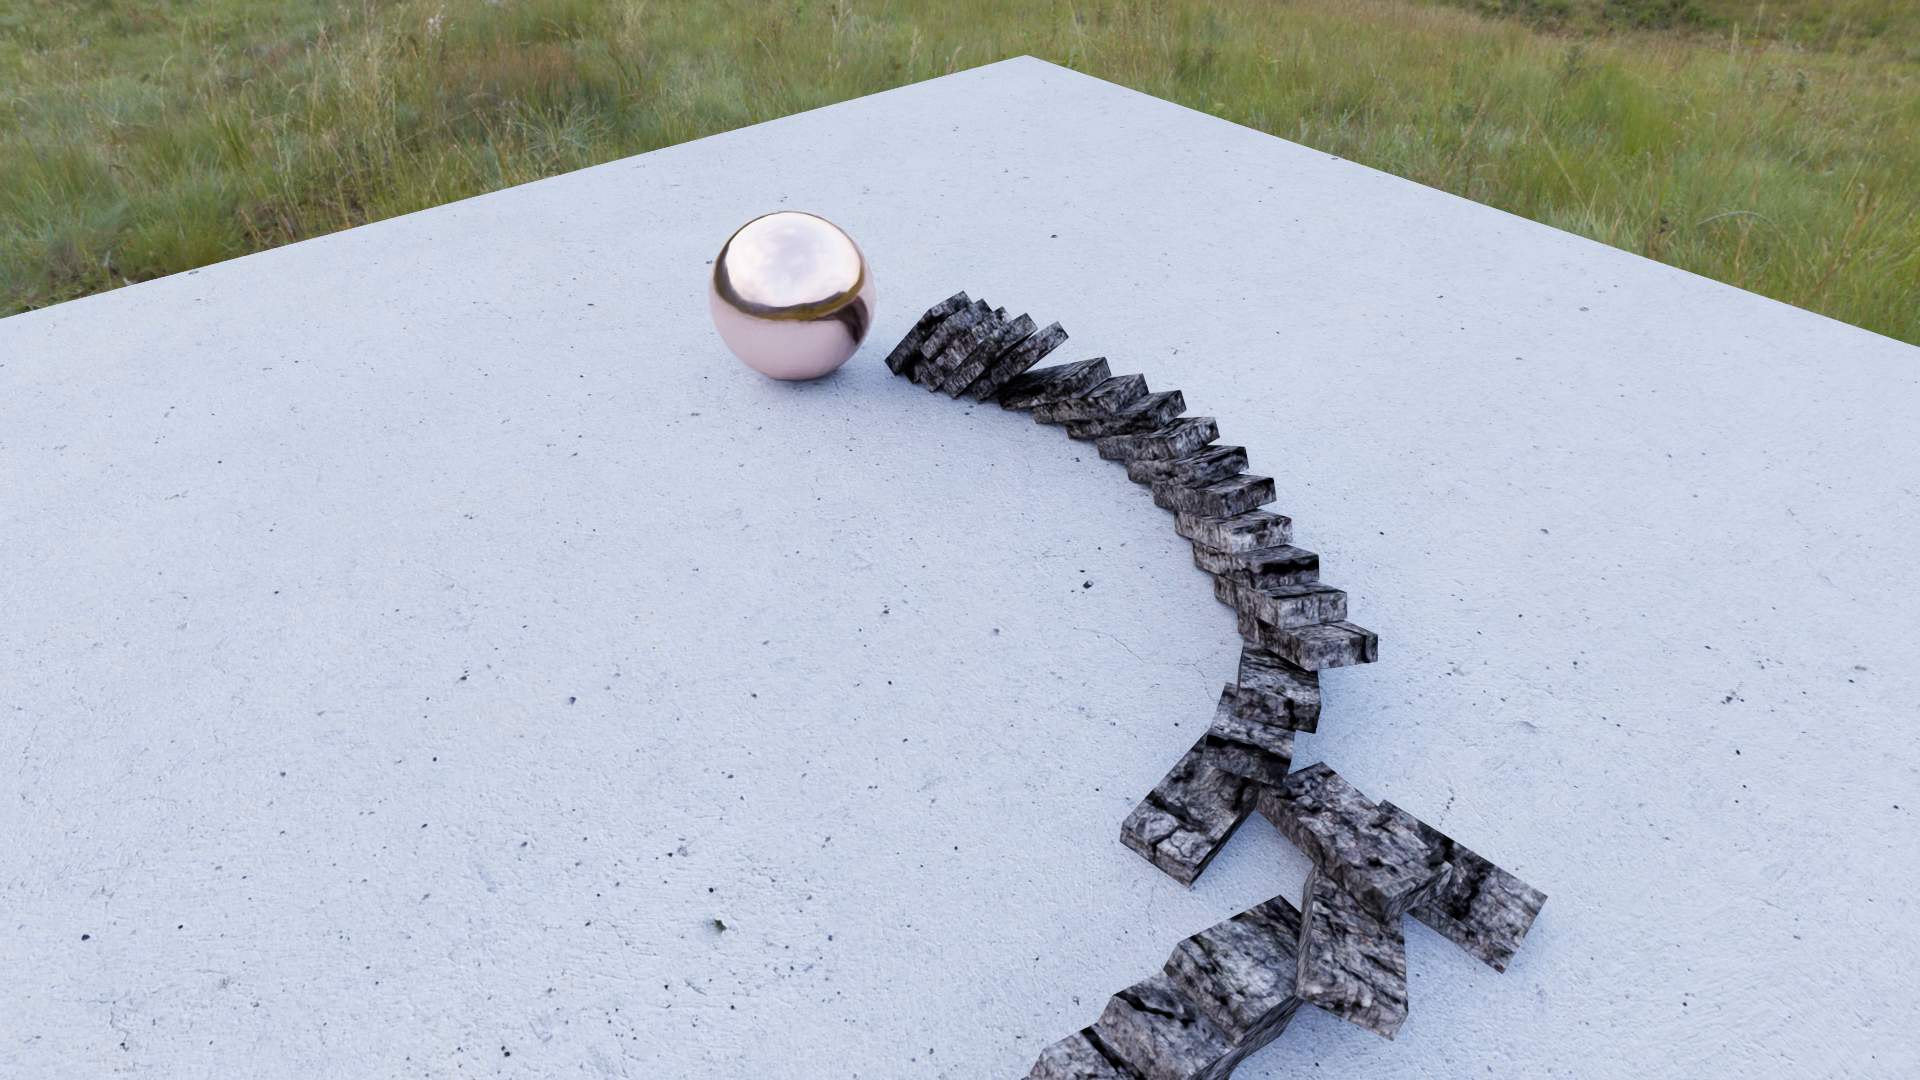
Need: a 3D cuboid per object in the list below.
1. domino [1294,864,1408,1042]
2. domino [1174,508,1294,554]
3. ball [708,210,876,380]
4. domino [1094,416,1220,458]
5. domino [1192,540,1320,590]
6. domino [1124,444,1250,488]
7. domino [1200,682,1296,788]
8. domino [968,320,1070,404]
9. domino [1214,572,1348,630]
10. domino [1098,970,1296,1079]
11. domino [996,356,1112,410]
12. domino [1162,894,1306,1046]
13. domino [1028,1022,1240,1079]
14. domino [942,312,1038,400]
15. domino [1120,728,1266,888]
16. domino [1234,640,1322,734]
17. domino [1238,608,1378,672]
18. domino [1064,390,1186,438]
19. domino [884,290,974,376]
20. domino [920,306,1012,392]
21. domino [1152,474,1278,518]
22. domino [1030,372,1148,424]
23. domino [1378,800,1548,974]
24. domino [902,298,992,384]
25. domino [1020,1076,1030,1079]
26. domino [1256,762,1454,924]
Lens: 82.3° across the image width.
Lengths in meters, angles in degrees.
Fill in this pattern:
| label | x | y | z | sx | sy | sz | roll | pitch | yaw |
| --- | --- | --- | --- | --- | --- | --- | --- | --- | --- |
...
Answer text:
| label | x | y | z | sx | sy | sz | roll | pitch | yaw |
| --- | --- | --- | --- | --- | --- | --- | --- | --- | --- |
| domino | 0.105 | 0.108 | 0.295 | 0.025 | 0.010 | 0.050 | 22 | 22 | 13 |
| domino | 0.106 | -0.006 | 0.433 | 0.025 | 0.009 | 0.050 | -10 | 12 | -12 |
| ball | -0.080 | -0.118 | 0.531 | 0.080 | 0.080 | 0.080 | 0 | 39 | 0 |
| domino | 0.085 | -0.045 | 0.480 | 0.025 | 0.009 | 0.050 | -27 | 18 | -29 |
| domino | 0.111 | 0.007 | 0.416 | 0.025 | 0.010 | 0.050 | -8 | 12 | -13 |
| domino | 0.095 | -0.032 | 0.465 | 0.025 | 0.009 | 0.050 | -21 | 15 | -23 |
| domino | 0.094 | 0.061 | 0.352 | 0.025 | 0.009 | 0.050 | 15 | 16 | 16 |
| domino | 0.027 | -0.083 | 0.518 | 0.025 | 0.050 | 0.009 | -37 | 93 | -36 |
| domino | 0.115 | 0.020 | 0.400 | 0.025 | 0.010 | 0.050 | -7 | 12 | -13 |
| domino | 0.061 | 0.121 | 0.279 | 0.050 | 0.010 | 0.025 | -1 | 31 | -44 |
| domino | 0.043 | -0.073 | 0.514 | 0.050 | 0.009 | 0.025 | -2 | 27 | 48 |
| domino | 0.079 | 0.112 | 0.291 | 0.050 | 0.009 | 0.025 | -2 | 31 | -44 |
| domino | 0.043 | 0.129 | 0.269 | 0.050 | 0.009 | 0.025 | 0 | 30 | -44 |
| domino | 0.014 | -0.087 | 0.521 | 0.025 | 0.050 | 0.010 | -37 | 90 | -36 |
| domino | 0.075 | 0.082 | 0.343 | 0.025 | 0.009 | 0.050 | 29 | 48 | 31 |
| domino | 0.106 | 0.048 | 0.368 | 0.025 | 0.009 | 0.050 | 11 | 15 | 13 |
| domino | 0.120 | 0.033 | 0.385 | 0.025 | 0.009 | 0.050 | -6 | 11 | -12 |
| domino | 0.074 | -0.056 | 0.494 | 0.025 | 0.010 | 0.050 | -34 | 22 | -35 |
| domino | -0.015 | -0.101 | 0.538 | 0.025 | 0.050 | 0.010 | -37 | 90 | -36 |
| domino | 0.003 | -0.091 | 0.526 | 0.025 | 0.050 | 0.010 | -37 | 90 | -36 |
| domino | 0.103 | -0.020 | 0.449 | 0.025 | 0.010 | 0.050 | -17 | 14 | -19 |
| domino | 0.059 | -0.065 | 0.505 | 0.025 | 0.009 | 0.050 | -35 | 22 | -35 |
| domino | 0.140 | 0.100 | 0.321 | 0.050 | 0.010 | 0.025 | 30 | 48 | 32 |
| domino | -0.006 | -0.096 | 0.532 | 0.025 | 0.050 | 0.009 | -37 | 90 | -36 |
| domino | 0.026 | 0.138 | 0.259 | 0.050 | 0.009 | 0.025 | 0 | 30 | -44 |
| domino | 0.113 | 0.086 | 0.320 | 0.025 | 0.010 | 0.050 | -13 | 32 | -25 |
